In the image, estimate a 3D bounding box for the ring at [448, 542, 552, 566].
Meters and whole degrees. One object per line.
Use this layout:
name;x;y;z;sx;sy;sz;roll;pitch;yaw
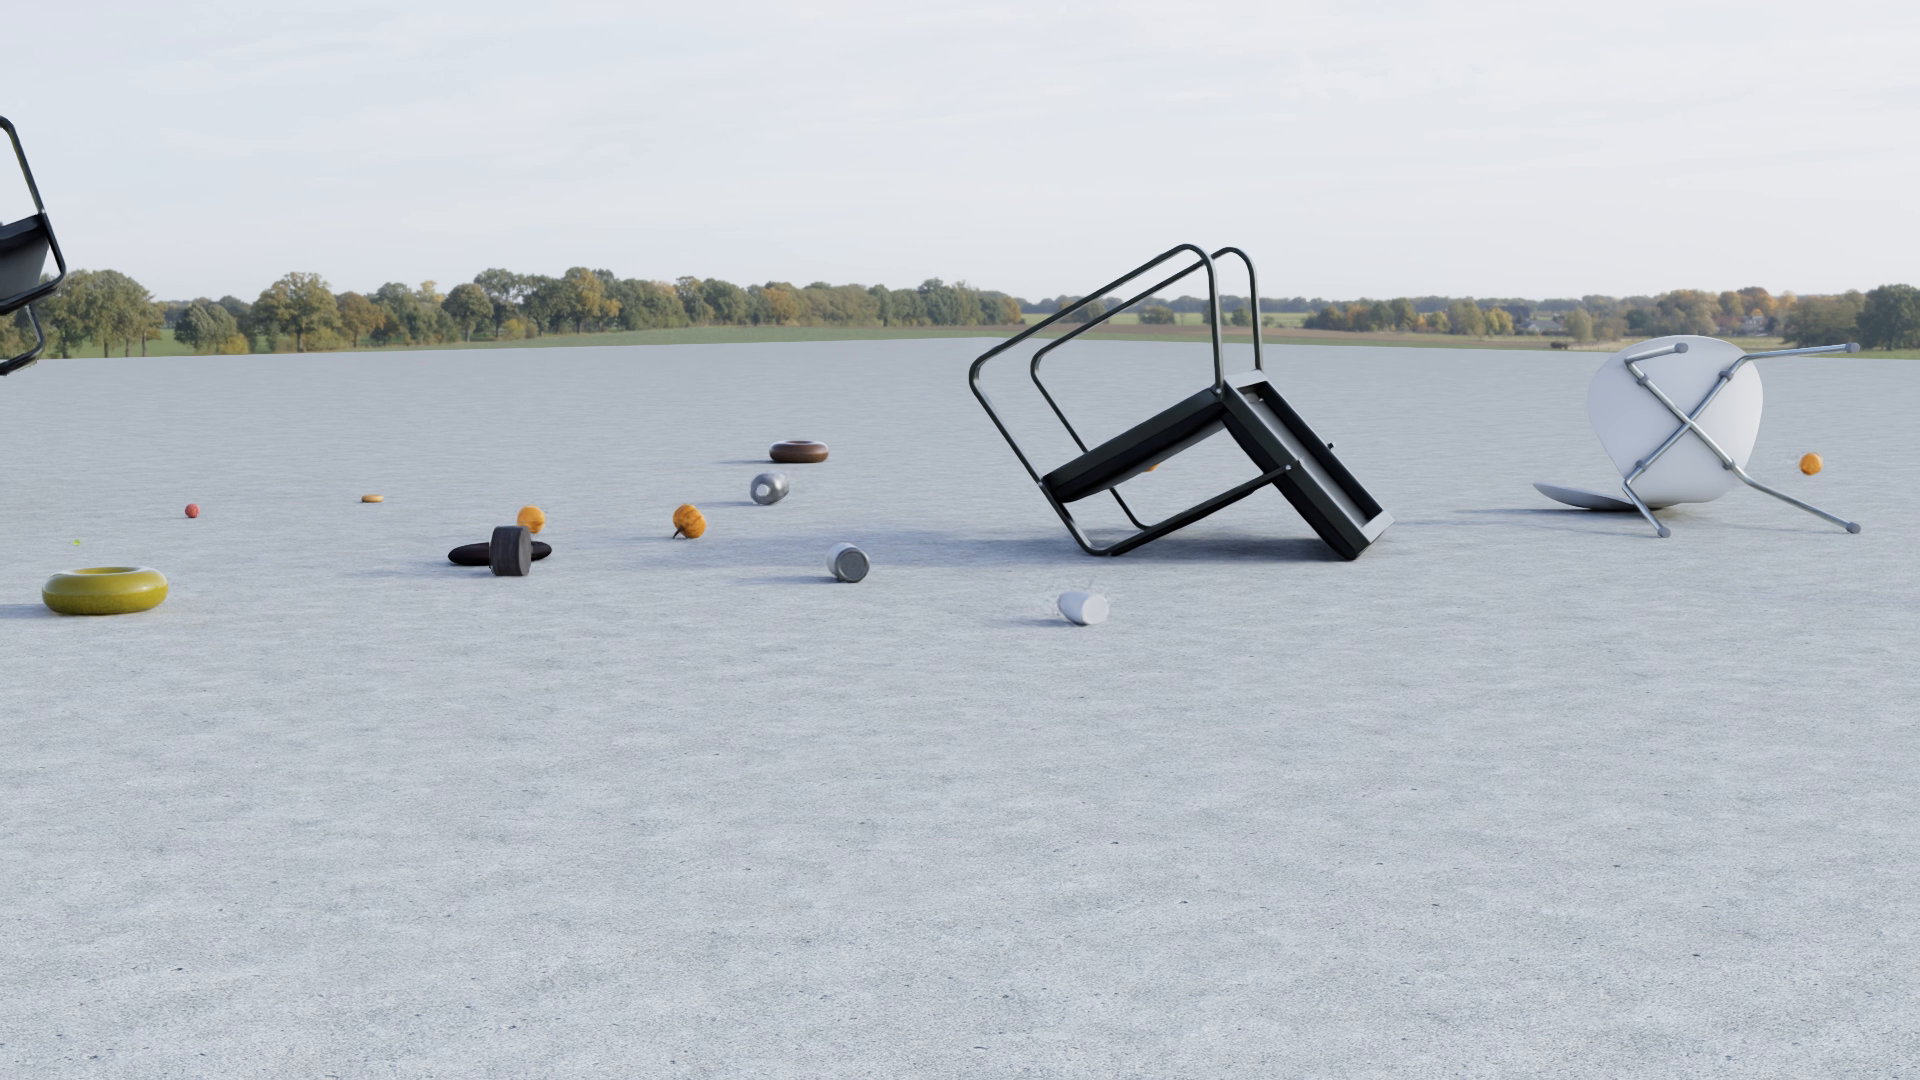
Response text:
ring;-1.063;0.030;5.935;0.152;0.040;0.285;6;8;39

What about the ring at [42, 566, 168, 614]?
ring;-1.689;0.099;5.072;0.240;0.080;0.242;-1;5;0

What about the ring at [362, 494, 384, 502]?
ring;-1.717;-0.121;7.493;0.061;0.021;0.068;4;6;30

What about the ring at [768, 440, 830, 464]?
ring;-0.572;-0.313;9.111;0.215;0.071;0.214;1;7;1
